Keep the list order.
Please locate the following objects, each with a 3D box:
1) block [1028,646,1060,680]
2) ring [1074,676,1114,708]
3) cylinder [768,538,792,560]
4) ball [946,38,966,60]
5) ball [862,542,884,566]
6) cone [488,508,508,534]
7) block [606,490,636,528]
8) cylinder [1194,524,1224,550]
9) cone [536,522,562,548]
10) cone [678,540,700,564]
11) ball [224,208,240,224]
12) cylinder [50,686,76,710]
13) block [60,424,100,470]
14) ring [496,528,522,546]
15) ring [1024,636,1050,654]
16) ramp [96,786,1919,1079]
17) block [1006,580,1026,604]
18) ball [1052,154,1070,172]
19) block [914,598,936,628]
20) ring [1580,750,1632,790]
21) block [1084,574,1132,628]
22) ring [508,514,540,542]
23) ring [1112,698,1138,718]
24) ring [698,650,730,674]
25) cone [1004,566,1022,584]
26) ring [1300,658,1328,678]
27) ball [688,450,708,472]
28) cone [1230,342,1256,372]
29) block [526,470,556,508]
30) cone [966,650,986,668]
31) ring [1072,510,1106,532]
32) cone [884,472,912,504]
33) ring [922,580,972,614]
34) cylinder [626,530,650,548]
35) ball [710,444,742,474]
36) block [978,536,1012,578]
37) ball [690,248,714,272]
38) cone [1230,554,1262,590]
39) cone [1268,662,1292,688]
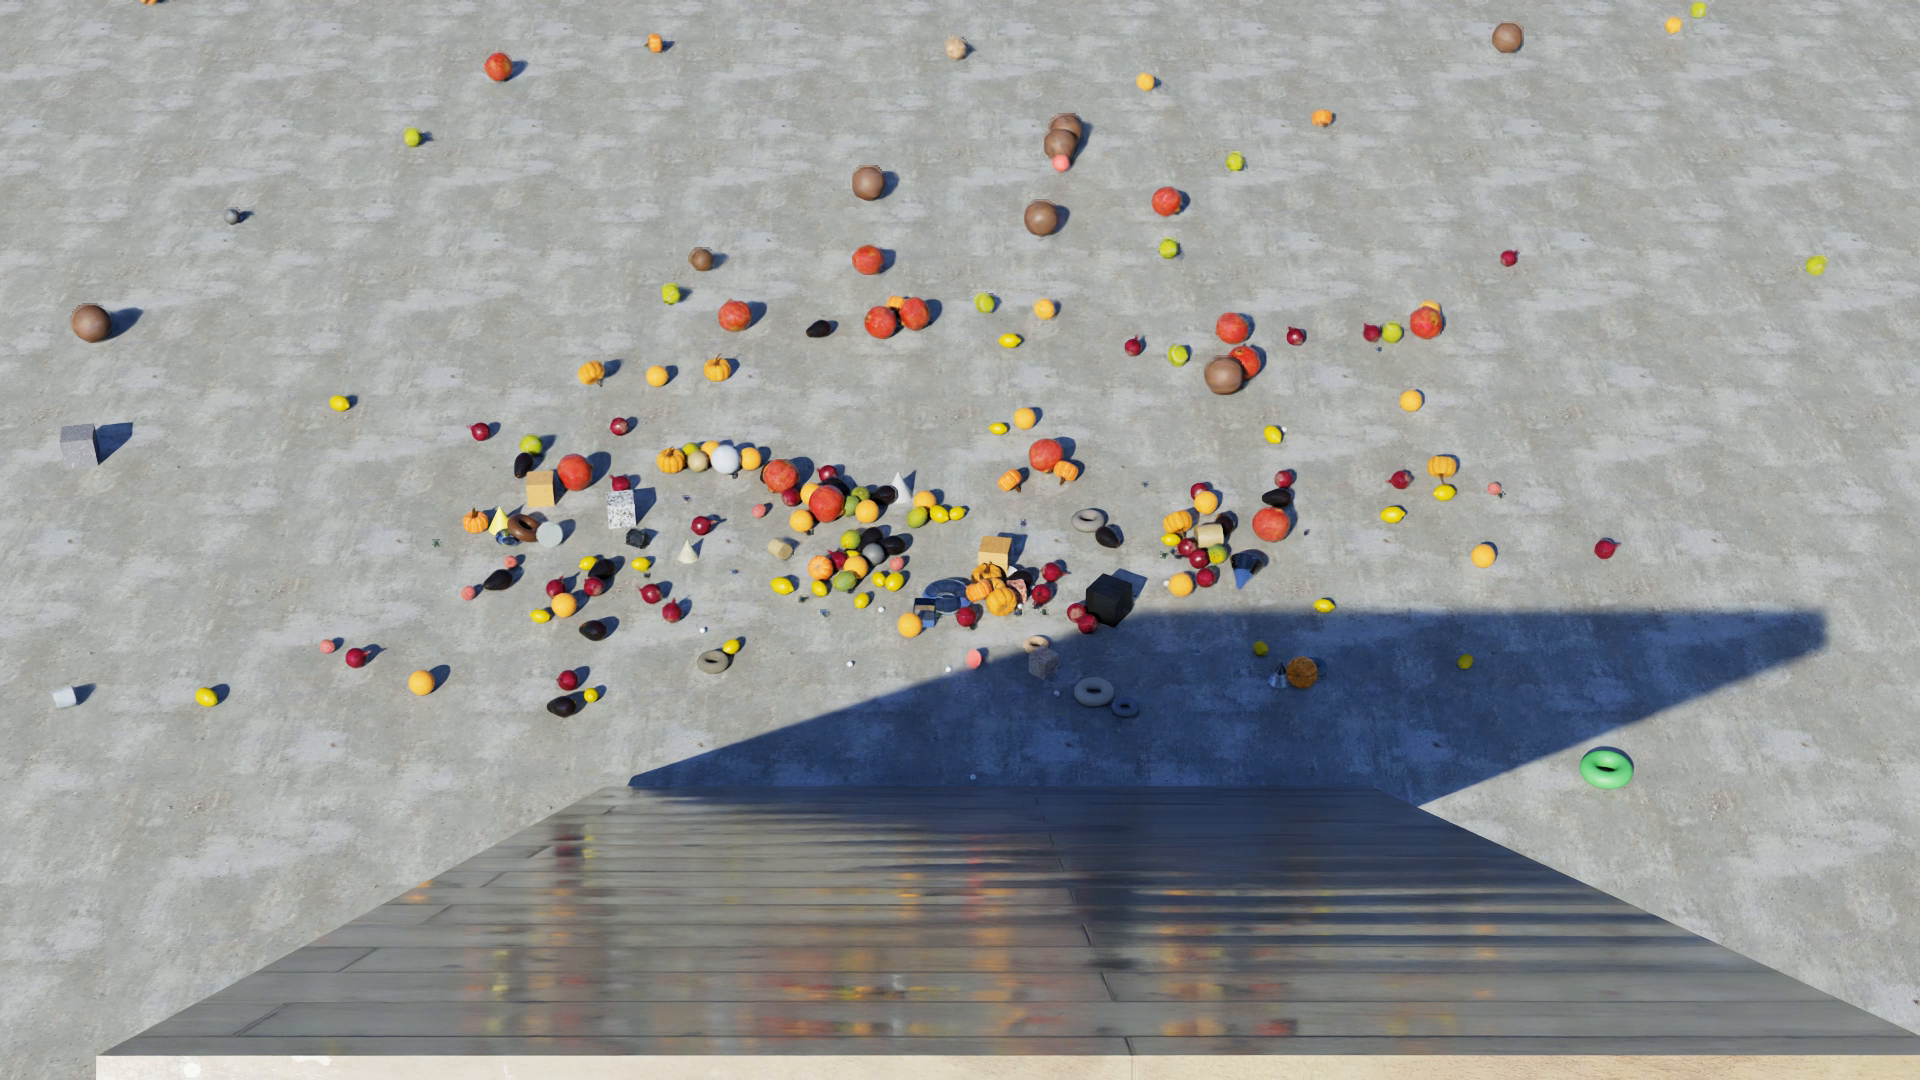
[{"bbox_3d":[0.236,0.347,7.317,0.060,0.060,0.060,27,42,34],"label":"block"},{"bbox_3d":[0.373,0.423,7.223,0.113,0.038,0.113,0,35,0],"label":"ring"},{"bbox_3d":[-0.543,0.027,7.805,0.052,0.052,0.052,-29,43,-36],"label":"cylinder"},{"bbox_3d":[-0.018,-2.067,10.922,0.090,0.090,0.090,0,34,0],"label":"ball"},{"bbox_3d":[-0.259,0.042,7.769,0.068,0.068,0.068,0,34,0],"label":"ball"},{"bbox_3d":[-1.403,-0.069,7.926,0.080,0.080,0.080,0,34,0],"label":"cone"},{"bbox_3d":[-1.041,-0.094,7.961,0.083,0.083,0.083,-5,34,-8],"label":"block"},{"bbox_3d":[0.750,-0.009,7.839,0.076,0.076,0.076,-4,34,-6],"label":"cylinder"},{"bbox_3d":[-1.244,-0.021,7.893,0.079,0.079,0.079,0,5,0],"label":"cone"},{"bbox_3d":[-0.818,0.026,7.798,0.064,0.064,0.064,0,34,0],"label":"cone"},{"bbox_3d":[-2.708,-1.204,9.651,0.058,0.058,0.058,0,34,0],"label":"ball"},{"bbox_3d":[-2.482,0.440,7.184,0.053,0.053,0.053,-20,38,-27],"label":"cylinder"},{"bbox_3d":[-2.799,-0.298,8.251,0.100,0.100,0.100,-7,34,-10],"label":"block"},{"bbox_3d":[-1.370,-0.009,7.880,0.083,0.028,0.083,5,33,-3],"label":"ring"},{"bbox_3d":[0.218,0.302,7.417,0.077,0.026,0.077,1,35,0],"label":"ring"},{"bbox_3d":[0.074,0.648,4.778,2.000,0.100,4.000,0,-1,0],"label":"ramp"},{"bbox_3d":[0.165,0.152,7.619,0.050,0.050,0.050,-6,34,-8],"label":"block"},{"bbox_3d":[0.390,-1.454,10.020,0.067,0.067,0.067,0,34,0],"label":"ball"},{"bbox_3d":[-0.103,0.211,7.522,0.061,0.061,0.061,2,34,4],"label":"block"},{"bbox_3d":[1.726,0.613,6.930,0.140,0.047,0.140,-1,33,1],"label":"ring"},{"bbox_3d":[0.432,0.176,7.540,0.099,0.099,0.099,20,38,27],"label":"block"},{"bbox_3d":[-1.323,-0.036,7.883,0.115,0.038,0.115,26,27,-14],"label":"ring"},{"bbox_3d":[0.456,0.463,7.174,0.077,0.026,0.077,-1,34,1],"label":"ring"},{"bbox_3d":[-0.699,0.345,7.348,0.091,0.030,0.091,1,35,0],"label":"ring"},{"bbox_3d":[0.148,0.114,7.701,0.052,0.052,0.052,30,70,37],"label":"cone"},{"bbox_3d":[0.998,0.360,7.329,0.079,0.026,0.079,-1,34,1],"label":"ring"},{"bbox_3d":[-0.829,-0.249,8.207,0.068,0.068,0.068,0,34,0],"label":"ball"},{"bbox_3d":[0.959,-0.630,8.762,0.089,0.089,0.089,0,34,0],"label":"cone"},{"bbox_3d":[-1.302,-0.159,8.060,0.080,0.080,0.080,-3,34,-4],"label":"block"},{"bbox_3d":[0.056,0.338,7.364,0.052,0.052,0.052,30,17,37],"label":"cone"},{"bbox_3d":[0.393,-0.060,7.952,0.104,0.035,0.104,-1,33,1],"label":"ring"},{"bbox_3d":[-0.192,-0.176,8.077,0.089,0.089,0.089,0,34,0],"label":"cone"},{"bbox_3d":[-0.038,0.166,7.600,0.146,0.049,0.146,1,35,0],"label":"ring"},{"bbox_3d":[-0.976,-0.003,7.852,0.052,0.052,0.052,9,33,32],"label":"cylinder"},{"bbox_3d":[-0.739,-0.255,8.190,0.096,0.096,0.096,0,34,0],"label":"ball"},{"bbox_3d":[0.104,0.051,7.739,0.087,0.087,0.087,5,34,8],"label":"block"},{"bbox_3d":[-0.926,-1.006,9.330,0.084,0.084,0.084,0,34,0],"label":"ball"},{"bbox_3d":[0.837,0.108,7.691,0.100,0.100,0.100,10,62,15],"label":"cone"},{"bbox_3d":[0.899,0.368,7.279,0.067,0.067,0.067,0,34,0],"label":"cone"}]
